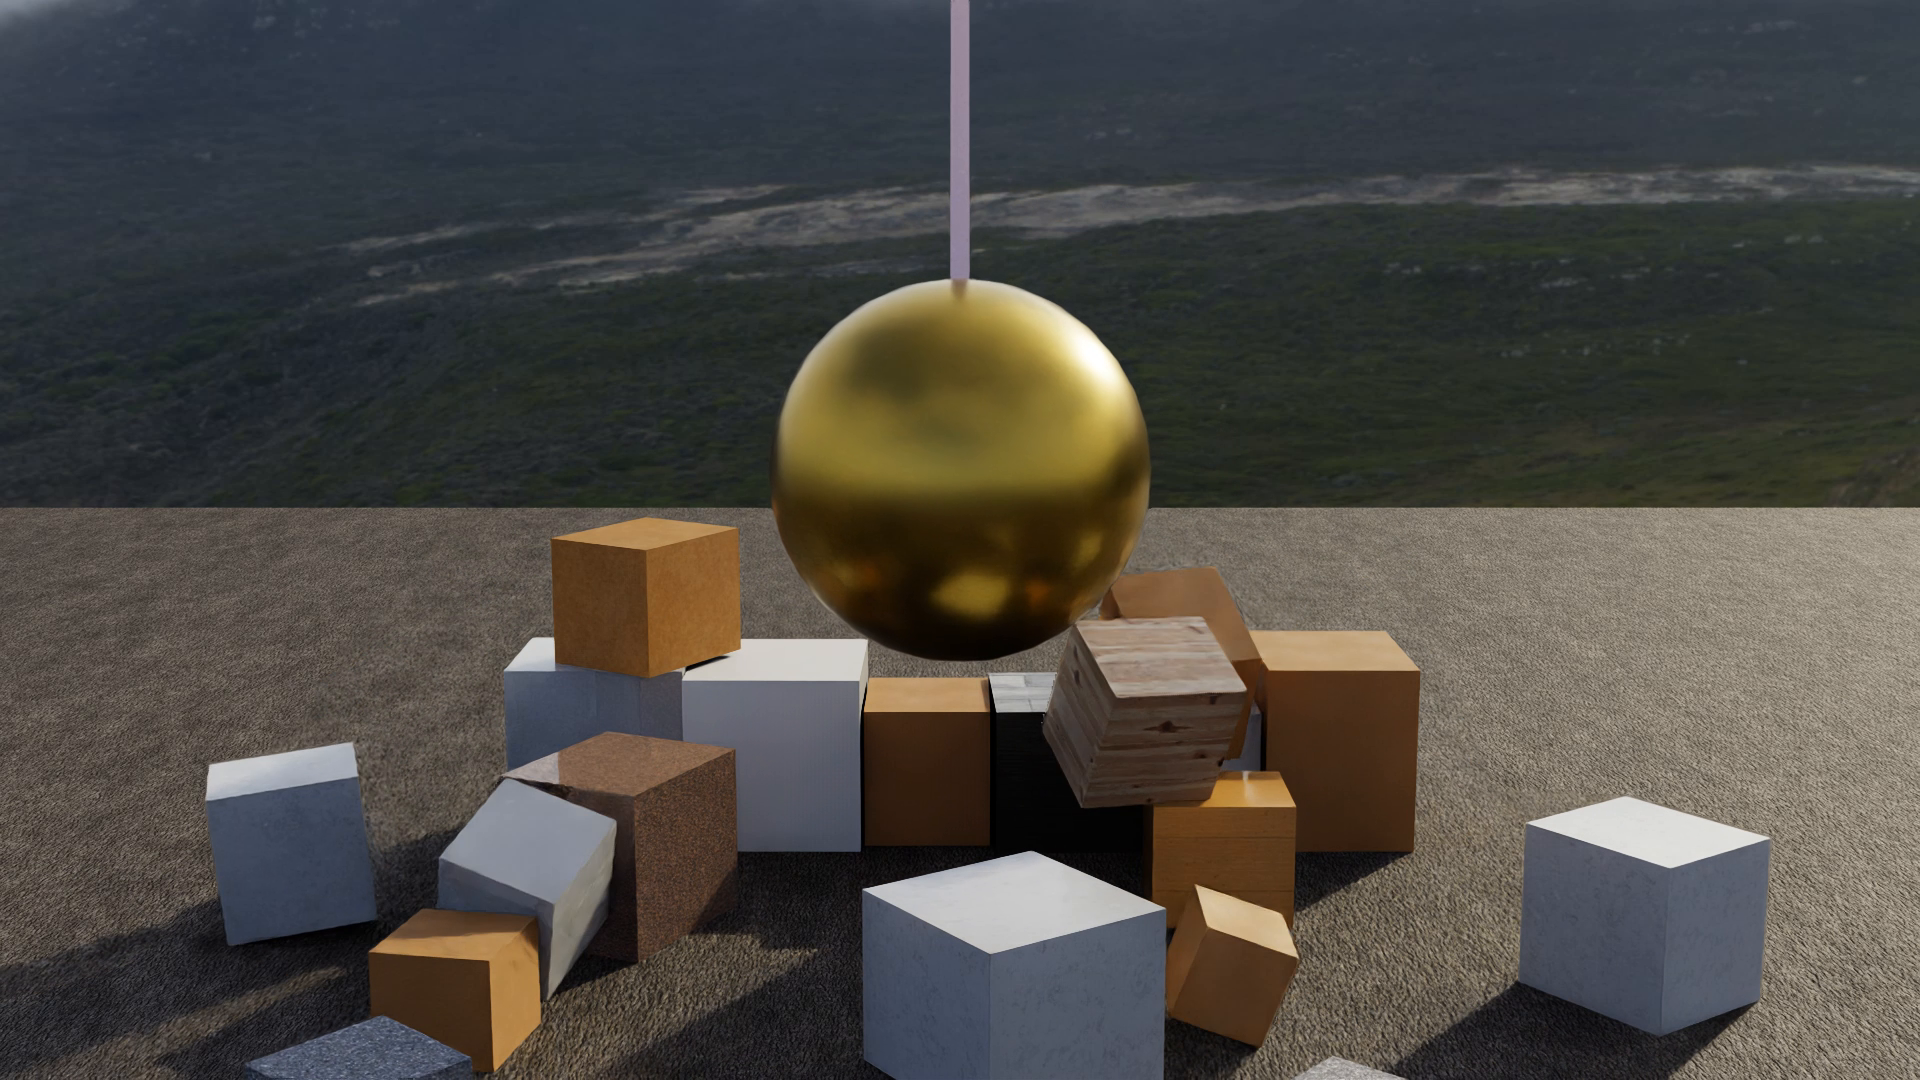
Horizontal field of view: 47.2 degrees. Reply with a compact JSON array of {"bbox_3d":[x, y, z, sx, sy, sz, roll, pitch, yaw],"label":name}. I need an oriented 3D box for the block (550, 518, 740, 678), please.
[{"bbox_3d":[-1.588,0.278,11.178,0.613,0.637,0.736,6,12,31],"label":"block"}]

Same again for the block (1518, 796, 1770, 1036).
[{"bbox_3d":[2.835,1.542,9.136,0.653,0.698,0.719,-7,13,-35],"label":"block"}]

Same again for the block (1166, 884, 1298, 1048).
[{"bbox_3d":[1.066,1.694,8.776,0.383,0.401,0.448,20,12,-5],"label":"block"}]

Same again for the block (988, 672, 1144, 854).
[{"bbox_3d":[0.539,1.131,11.313,0.748,0.726,0.821,0,10,-2],"label":"block"}]

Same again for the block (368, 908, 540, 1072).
[{"bbox_3d":[-1.975,1.760,8.633,0.489,0.448,0.493,2,10,10],"label":"block"}]

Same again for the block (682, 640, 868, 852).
[{"bbox_3d":[-0.932,1.044,11.370,0.876,0.879,0.917,0,10,0],"label":"block"}]

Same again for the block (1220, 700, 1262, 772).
[{"bbox_3d":[1.215,1.148,11.368,0.588,0.673,0.604,0,10,0],"label":"block"}]

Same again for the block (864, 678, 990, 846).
[{"bbox_3d":[-0.165,1.136,11.378,0.631,0.695,0.712,0,10,0],"label":"block"}]

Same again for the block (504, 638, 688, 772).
[{"bbox_3d":[-1.820,1.031,11.355,0.887,0.909,0.751,0,10,0],"label":"block"}]

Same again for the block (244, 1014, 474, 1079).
[{"bbox_3d":[-1.949,1.962,7.194,0.523,0.553,0.517,10,15,42],"label":"block"}]

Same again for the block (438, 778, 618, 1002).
[{"bbox_3d":[-1.806,1.452,9.163,0.520,0.585,0.535,20,37,11],"label":"block"}]

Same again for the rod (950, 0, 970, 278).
[{"bbox_3d":[0.000,-3.656,9.678,0.080,5.200,0.080,0,-8,0],"label":"rod"}]

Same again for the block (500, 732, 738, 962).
[{"bbox_3d":[-1.529,1.366,9.957,0.707,0.749,0.822,5,11,25],"label":"block"}]

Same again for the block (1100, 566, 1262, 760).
[{"bbox_3d":[1.030,0.618,10.629,0.563,0.653,0.676,-5,40,-13],"label":"block"}]

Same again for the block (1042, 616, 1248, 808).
[{"bbox_3d":[0.817,0.766,9.850,0.638,0.638,0.529,-1,37,-21],"label":"block"}]

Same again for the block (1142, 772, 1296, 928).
[{"bbox_3d":[1.186,1.422,10.161,0.639,0.566,0.564,0,10,0],"label":"block"}]

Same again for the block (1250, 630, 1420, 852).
[{"bbox_3d":[1.893,1.021,11.350,0.747,0.930,0.887,0,10,0],"label":"block"}]

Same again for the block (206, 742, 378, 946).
[{"bbox_3d":[-3.036,1.369,9.997,0.646,0.671,0.619,-8,12,-16],"label":"block"}]

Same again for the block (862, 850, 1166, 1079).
[{"bbox_3d":[0.198,1.690,8.344,0.810,0.689,0.832,-7,13,-35],"label":"block"}]

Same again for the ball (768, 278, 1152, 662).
[{"bbox_3d":[0.000,-0.290,9.194,1.600,1.600,1.600,0,10,0],"label":"ball"}]

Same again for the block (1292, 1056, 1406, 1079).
[{"bbox_3d":[1.147,2.041,6.374,0.680,0.704,0.796,9,14,41],"label":"block"}]
